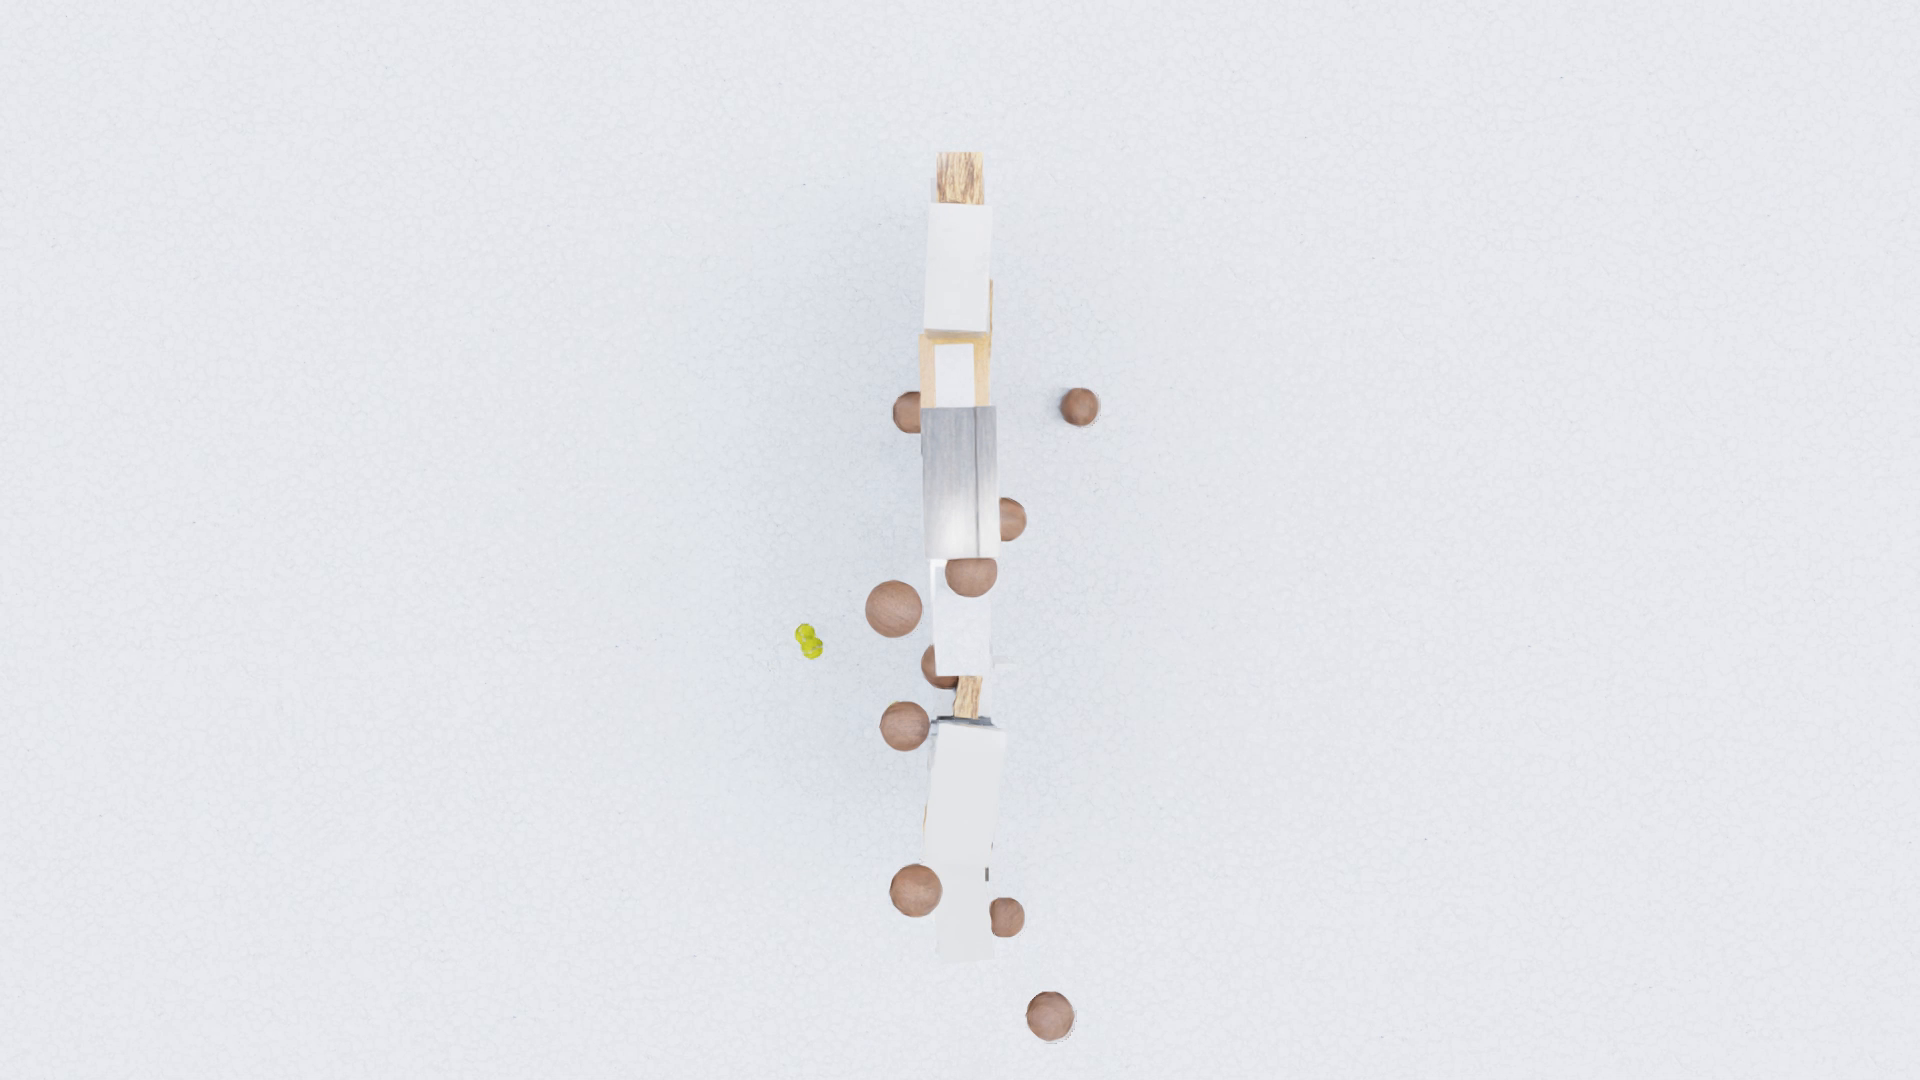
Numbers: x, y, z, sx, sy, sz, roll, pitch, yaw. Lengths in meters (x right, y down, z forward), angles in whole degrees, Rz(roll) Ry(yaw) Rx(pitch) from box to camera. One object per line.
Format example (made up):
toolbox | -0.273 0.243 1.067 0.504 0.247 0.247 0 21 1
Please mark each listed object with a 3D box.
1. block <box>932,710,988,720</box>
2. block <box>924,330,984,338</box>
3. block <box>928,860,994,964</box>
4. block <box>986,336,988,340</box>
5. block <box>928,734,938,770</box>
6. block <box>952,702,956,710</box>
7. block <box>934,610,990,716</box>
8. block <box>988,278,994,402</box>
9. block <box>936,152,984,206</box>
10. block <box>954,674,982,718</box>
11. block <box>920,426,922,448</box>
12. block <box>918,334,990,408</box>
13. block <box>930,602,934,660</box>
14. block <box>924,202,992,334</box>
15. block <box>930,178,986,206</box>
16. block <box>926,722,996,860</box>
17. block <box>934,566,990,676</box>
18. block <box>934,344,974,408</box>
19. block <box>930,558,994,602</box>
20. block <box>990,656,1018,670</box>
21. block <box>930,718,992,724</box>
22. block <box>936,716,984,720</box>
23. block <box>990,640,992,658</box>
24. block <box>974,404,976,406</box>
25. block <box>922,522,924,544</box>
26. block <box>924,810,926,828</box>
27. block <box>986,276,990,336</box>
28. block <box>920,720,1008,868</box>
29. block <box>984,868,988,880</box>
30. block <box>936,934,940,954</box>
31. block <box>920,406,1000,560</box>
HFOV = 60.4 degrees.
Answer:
block | 0.000 0.705 5.128 0.174 0.049 0.347 0 90 0
block | -0.014 -0.551 4.154 0.152 0.303 0.043 0 88 0
block | 0.004 0.988 4.454 0.147 0.042 0.293 -7 91 -1
block | 0.001 -0.591 4.559 0.158 0.315 0.045 2 87 0
block | 0.005 0.538 4.200 0.165 0.330 0.047 2 90 0
block | 0.013 0.441 4.358 0.062 0.124 0.018 -1 90 -2
block | 0.005 0.319 4.443 0.152 0.043 0.304 0 90 0
block | 0.002 -0.573 4.743 0.177 0.050 0.354 2 90 0
block | 0.000 -0.970 4.712 0.133 0.038 0.266 0 90 0
block | 0.022 0.400 4.291 0.062 0.018 0.124 7 84 -2
block | -0.005 -0.243 4.130 0.179 0.358 0.051 -1 88 0
block | -0.014 -0.362 4.334 0.179 0.051 0.357 -2 91 0
block | -0.001 0.182 4.793 0.166 0.047 0.333 1 90 0
block | -0.005 -0.656 3.983 0.152 0.043 0.303 3 89 0
block | -0.006 -0.934 5.022 0.165 0.047 0.329 0 90 0
block | 0.000 0.666 4.391 0.176 0.050 0.352 2 90 0
block | 0.006 0.200 4.091 0.134 0.038 0.267 -1 89 0
block | -0.012 -0.389 4.102 0.096 0.027 0.192 -2 91 0
block | 0.006 -0.007 4.403 0.171 0.048 0.342 0 90 0
block | 0.105 0.324 4.363 0.062 0.124 0.018 2 95 -13
block | 0.004 0.550 4.602 0.176 0.371 0.050 -2 92 0
block | 0.000 0.495 4.808 0.138 0.039 0.275 -1 90 0
block | 0.015 0.267 4.266 0.134 0.310 0.038 24 93 0
block | -0.010 -0.330 4.213 0.096 0.192 0.027 0 92 0
block | 0.000 -0.007 4.164 0.179 0.426 0.051 0 87 0
block | -0.010 0.784 4.593 0.176 0.352 0.050 1 90 0
block | 0.000 -0.703 4.380 0.157 0.045 0.315 1 89 0
block | 0.010 0.617 4.011 0.165 0.047 0.330 8 90 0
block | 0.004 0.896 4.621 0.147 0.293 0.042 0 93 0
block | 0.004 1.091 4.894 0.147 0.837 0.042 3 92 -1
block | 0.001 -0.136 3.925 0.179 0.051 0.358 -2 90 0
